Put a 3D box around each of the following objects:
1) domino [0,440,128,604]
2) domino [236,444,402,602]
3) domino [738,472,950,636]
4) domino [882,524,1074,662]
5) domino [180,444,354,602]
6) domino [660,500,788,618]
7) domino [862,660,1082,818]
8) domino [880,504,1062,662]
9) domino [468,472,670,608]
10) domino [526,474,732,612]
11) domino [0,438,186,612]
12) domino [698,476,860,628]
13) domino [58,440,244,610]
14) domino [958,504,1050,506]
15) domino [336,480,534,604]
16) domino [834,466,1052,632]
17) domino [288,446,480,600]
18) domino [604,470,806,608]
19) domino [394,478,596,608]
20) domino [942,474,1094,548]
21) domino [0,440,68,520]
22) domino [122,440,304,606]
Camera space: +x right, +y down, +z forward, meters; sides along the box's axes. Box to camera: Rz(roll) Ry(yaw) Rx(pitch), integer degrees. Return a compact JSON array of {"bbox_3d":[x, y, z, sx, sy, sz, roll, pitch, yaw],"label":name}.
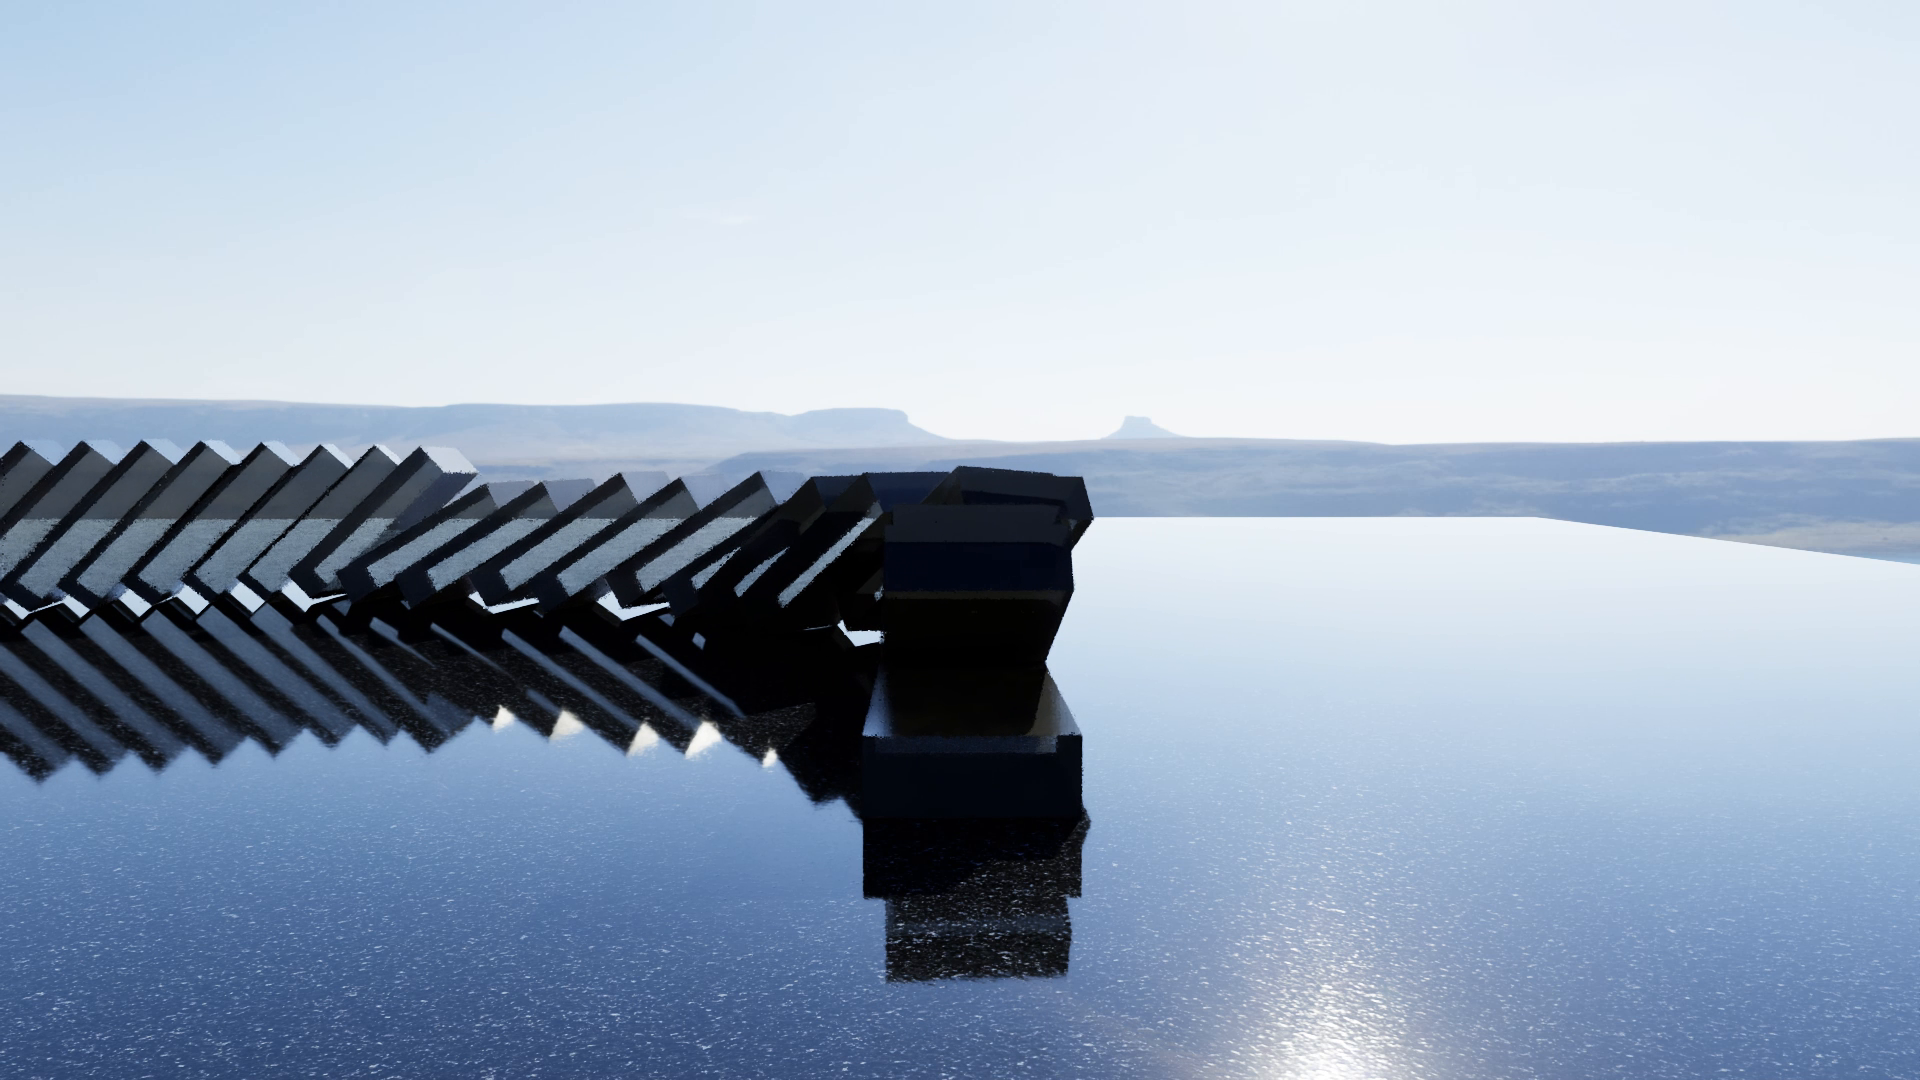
[{"bbox_3d":[-0.238,-0.004,0.332,0.010,0.050,0.025,43,-10,-17],"label":"domino"},{"bbox_3d":[-0.178,-0.006,0.361,0.009,0.050,0.025,45,-10,-16],"label":"domino"},{"bbox_3d":[-0.024,0.003,0.279,0.025,0.009,0.050,-4,-29,-48],"label":"domino"},{"bbox_3d":[0.001,0.012,0.194,0.025,0.010,0.050,0,-23,-4],"label":"domino"},{"bbox_3d":[-0.191,-0.005,0.358,0.010,0.050,0.025,45,-10,-17],"label":"domino"},{"bbox_3d":[-0.047,0.002,0.318,0.050,0.009,0.025,-31,-7,21],"label":"domino"},{"bbox_3d":[0.001,0.025,0.171,0.025,0.010,0.050,0,4,-1],"label":"domino"},{"bbox_3d":[0.000,0.010,0.212,0.025,0.010,0.050,0,-25,-6],"label":"domino"},{"bbox_3d":[-0.099,-0.001,0.333,0.050,0.010,0.025,-32,-4,12],"label":"domino"},{"bbox_3d":[-0.083,0.001,0.329,0.050,0.010,0.025,-32,-4,14],"label":"domino"},{"bbox_3d":[-0.226,-0.005,0.337,0.009,0.050,0.025,43,-9,-17],"label":"domino"},{"bbox_3d":[-0.036,0.003,0.293,0.025,0.010,0.050,-5,-27,-47],"label":"domino"},{"bbox_3d":[-0.215,-0.005,0.343,0.010,0.050,0.025,43,-10,-17],"label":"domino"},{"bbox_3d":[0.001,0.009,0.233,0.025,0.010,0.050,0,-25,-5],"label":"domino"},{"bbox_3d":[-0.141,0.000,0.350,0.050,0.010,0.025,-28,-1,10],"label":"domino"},{"bbox_3d":[-0.003,0.003,0.272,0.025,0.010,0.050,2,-33,-39],"label":"domino"},{"bbox_3d":[-0.159,-0.005,0.356,0.050,0.009,0.025,-43,2,2],"label":"domino"},{"bbox_3d":[-0.062,0.000,0.325,0.050,0.009,0.025,-32,-8,16],"label":"domino"},{"bbox_3d":[-0.121,0.001,0.339,0.050,0.009,0.025,-30,-3,13],"label":"domino"},{"bbox_3d":[0.005,0.005,0.255,0.025,0.009,0.050,0,-31,-20],"label":"domino"},{"bbox_3d":[-0.249,-0.004,0.327,0.009,0.050,0.025,43,-10,-17],"label":"domino"},{"bbox_3d":[-0.203,-0.005,0.351,0.009,0.050,0.025,44,-9,-17],"label":"domino"}]
